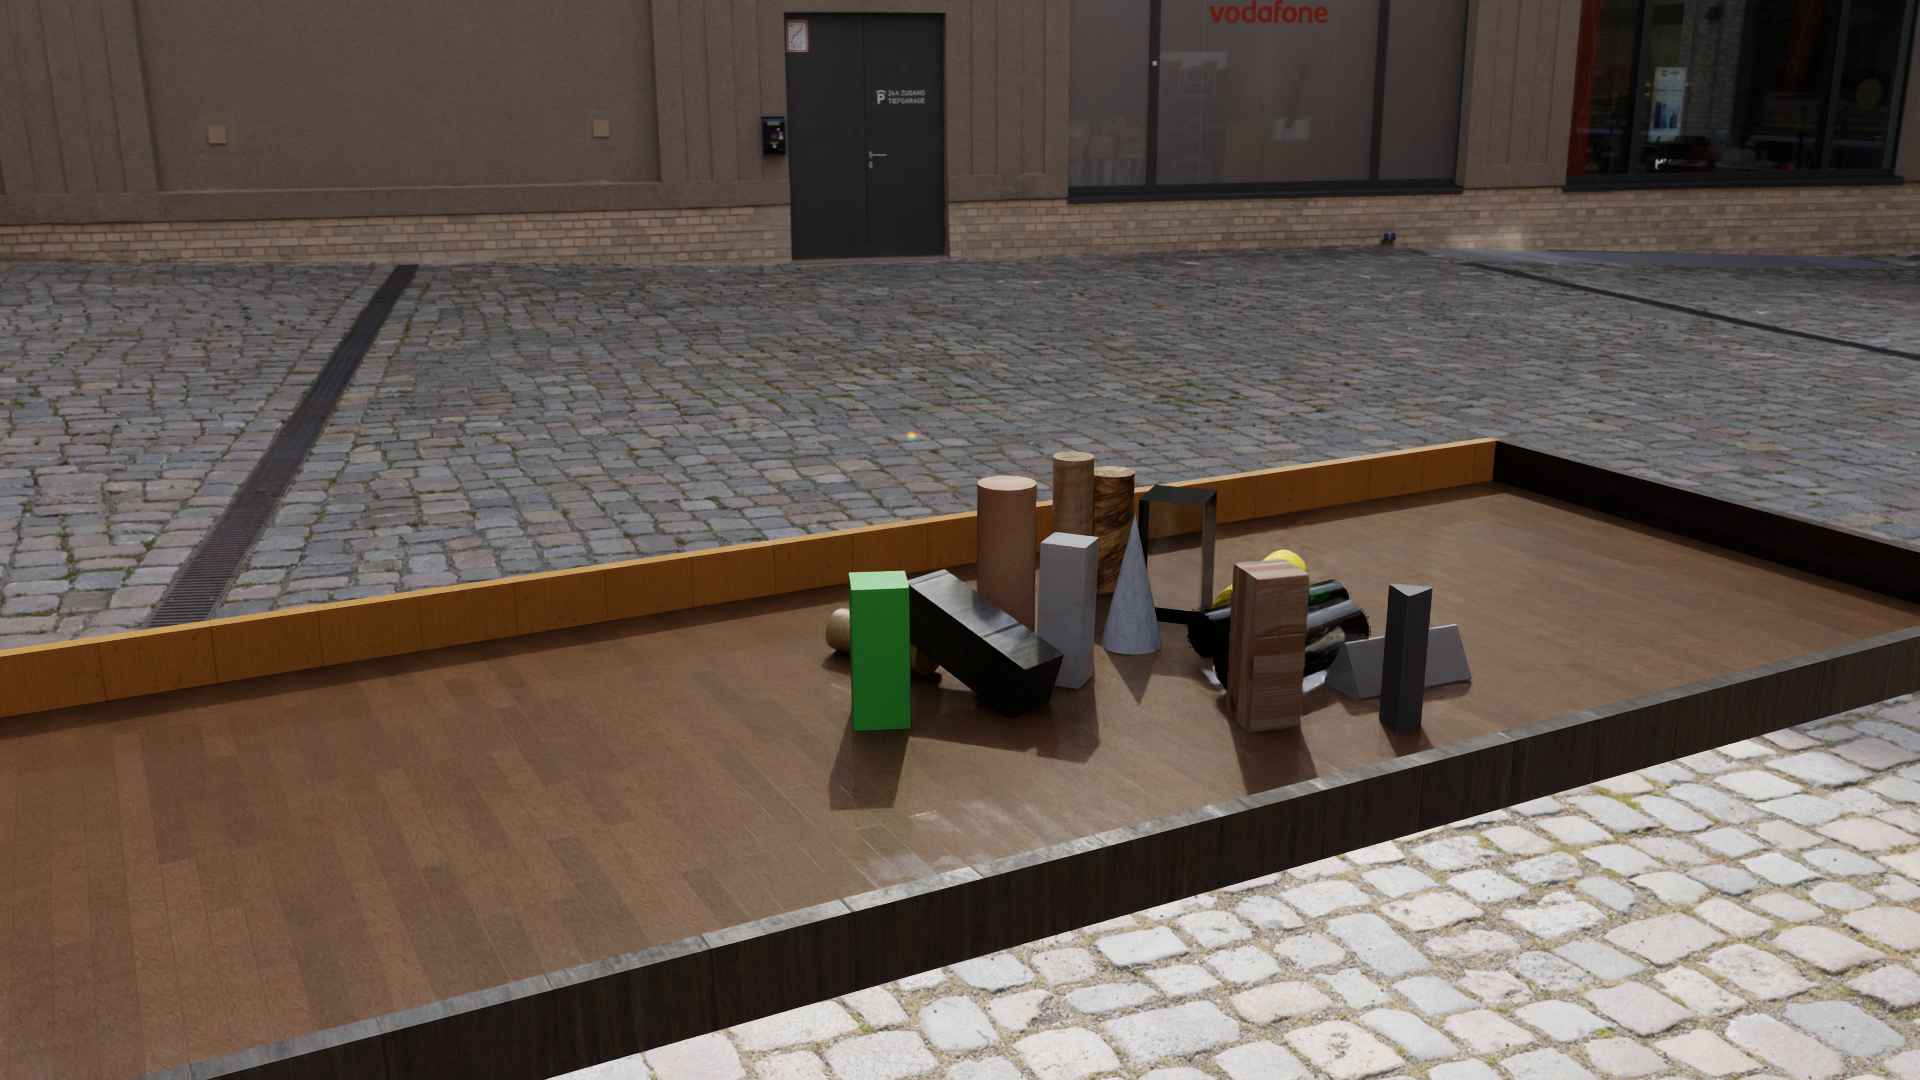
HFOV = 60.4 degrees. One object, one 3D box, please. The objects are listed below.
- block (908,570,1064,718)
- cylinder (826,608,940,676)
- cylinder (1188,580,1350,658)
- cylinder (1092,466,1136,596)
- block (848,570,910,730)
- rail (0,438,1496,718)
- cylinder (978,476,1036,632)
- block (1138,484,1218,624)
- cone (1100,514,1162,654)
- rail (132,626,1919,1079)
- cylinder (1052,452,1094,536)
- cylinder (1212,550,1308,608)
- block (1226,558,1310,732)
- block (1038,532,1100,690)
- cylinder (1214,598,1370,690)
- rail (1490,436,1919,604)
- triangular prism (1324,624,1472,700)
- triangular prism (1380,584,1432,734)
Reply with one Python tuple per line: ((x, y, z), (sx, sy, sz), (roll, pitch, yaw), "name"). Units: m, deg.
((0.040, 0.249, 4.038), (0.415, 0.143, 0.143), (35, 34, 32), "block")
((-0.197, 0.261, 4.266), (0.307, 0.113, 0.113), (12, 20, 36), "cylinder")
((0.819, 0.206, 4.349), (0.454, 0.121, 0.121), (-11, 20, -29), "cylinder")
((0.439, -0.027, 4.815), (0.132, 0.356, 0.132), (0, 16, 0), "cylinder")
((-0.188, 0.258, 3.863), (0.132, 0.345, 0.132), (-2, 16, -6), "block")
((-3.305, 0.497, 3.399), (12.000, 0.150, 0.050), (-9, 18, -27), "rail")
((0.121, 0.067, 4.330), (0.153, 0.449, 0.153), (0, 16, 0), "cylinder")
((0.605, 0.040, 4.610), (0.178, 0.343, 0.178), (6, 17, 20), "block")
((0.458, 0.104, 4.361), (0.164, 0.361, 0.164), (0, 16, 0), "cone")
((-2.336, 1.006, 1.665), (12.000, 0.150, 0.050), (-9, 18, -27), "rail")
((0.313, -0.015, 4.606), (0.114, 0.450, 0.114), (0, 16, 0), "cylinder")
((0.844, 0.146, 4.623), (0.134, 0.134, 0.421), (9, 19, 28), "cylinder")
((0.717, 0.246, 3.854), (0.130, 0.374, 0.130), (-5, 17, -15), "block")
((0.267, 0.175, 4.109), (0.114, 0.362, 0.114), (7, 16, 20), "block")
((0.837, 0.269, 4.149), (0.422, 0.164, 0.164), (-14, 22, -40), "cylinder")
((2.466, -0.048, 5.253), (0.050, 0.150, 2.100), (-9, 18, -27), "rail")
((1.100, 0.292, 4.127), (0.343, 0.124, 0.144), (-7, 17, -23), "triangular prism")
((1.021, 0.271, 3.832), (0.094, 0.338, 0.082), (-14, 22, -40), "triangular prism")
